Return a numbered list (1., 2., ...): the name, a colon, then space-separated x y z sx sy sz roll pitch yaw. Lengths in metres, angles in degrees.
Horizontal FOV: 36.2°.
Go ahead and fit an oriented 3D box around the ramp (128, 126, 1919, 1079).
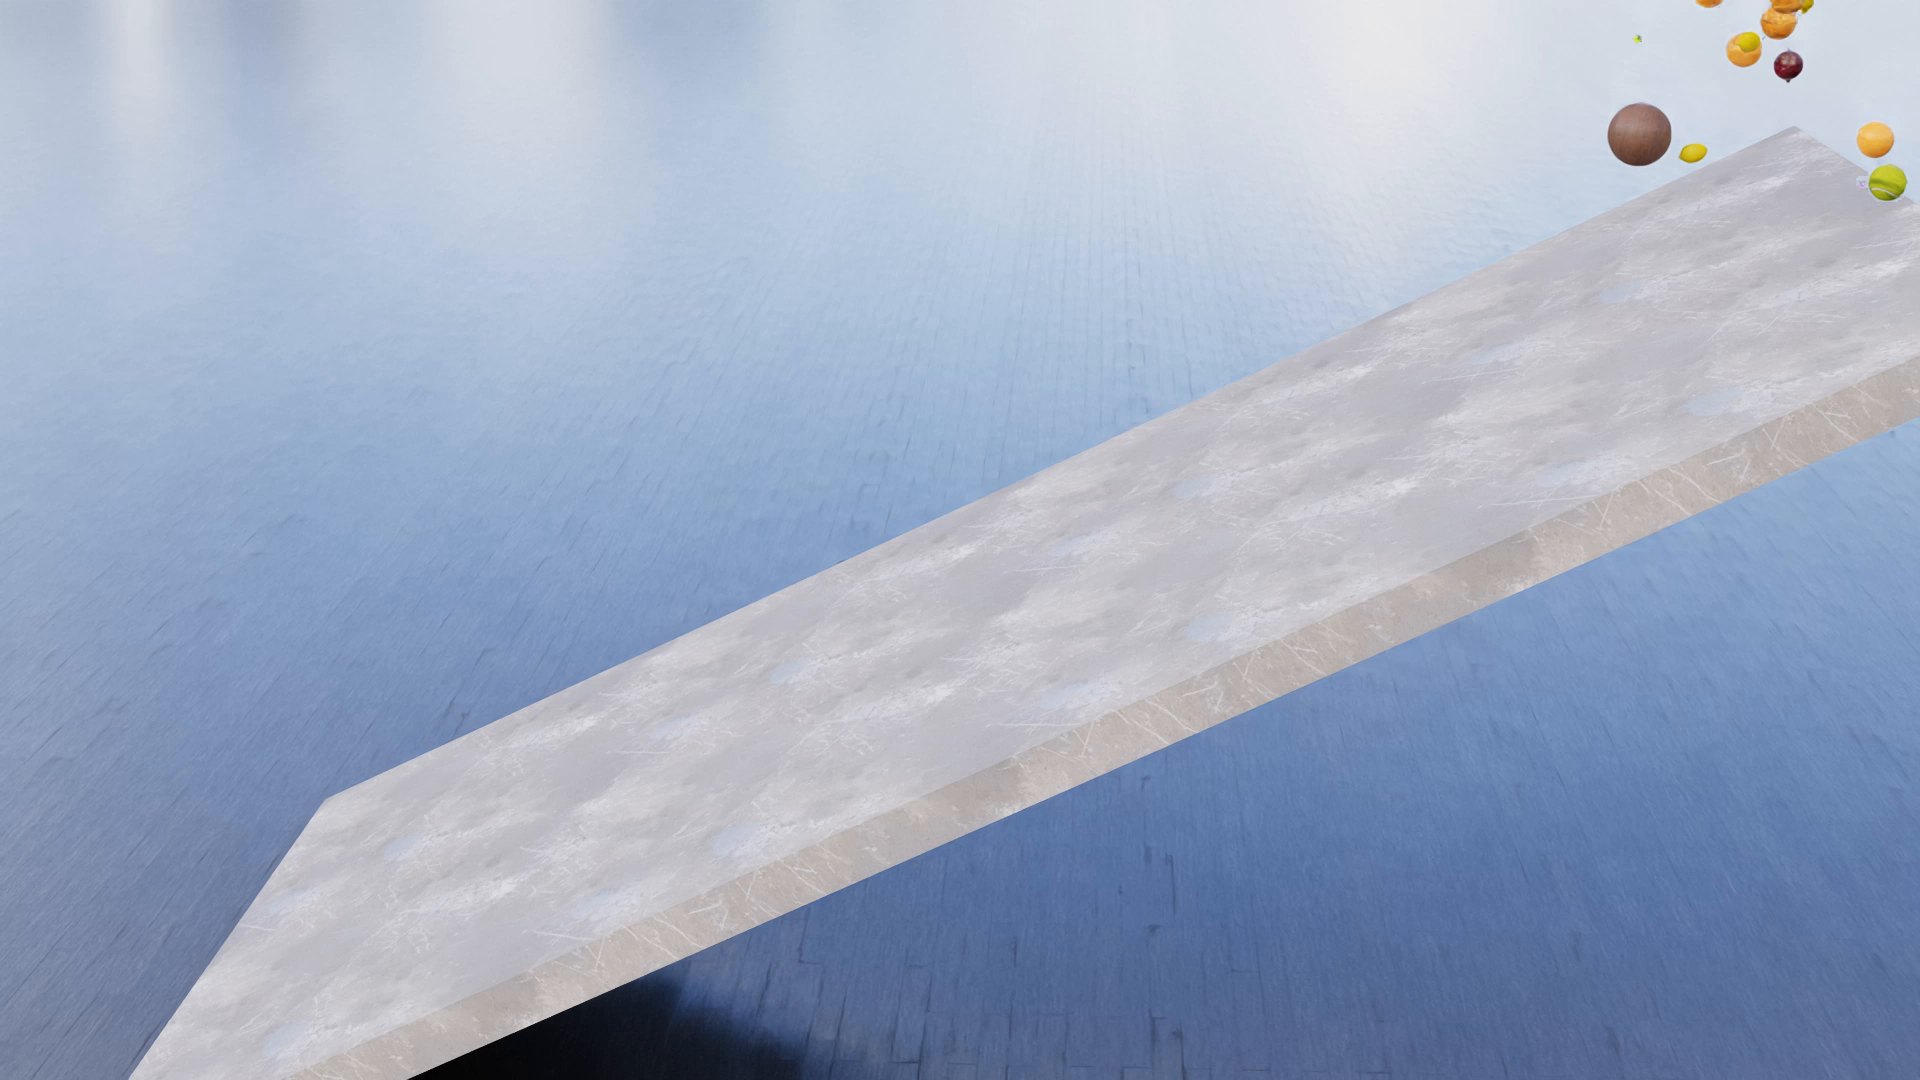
1. ramp: 0.137 0.168 6.281 4.000 0.100 2.000 -25 13 9
